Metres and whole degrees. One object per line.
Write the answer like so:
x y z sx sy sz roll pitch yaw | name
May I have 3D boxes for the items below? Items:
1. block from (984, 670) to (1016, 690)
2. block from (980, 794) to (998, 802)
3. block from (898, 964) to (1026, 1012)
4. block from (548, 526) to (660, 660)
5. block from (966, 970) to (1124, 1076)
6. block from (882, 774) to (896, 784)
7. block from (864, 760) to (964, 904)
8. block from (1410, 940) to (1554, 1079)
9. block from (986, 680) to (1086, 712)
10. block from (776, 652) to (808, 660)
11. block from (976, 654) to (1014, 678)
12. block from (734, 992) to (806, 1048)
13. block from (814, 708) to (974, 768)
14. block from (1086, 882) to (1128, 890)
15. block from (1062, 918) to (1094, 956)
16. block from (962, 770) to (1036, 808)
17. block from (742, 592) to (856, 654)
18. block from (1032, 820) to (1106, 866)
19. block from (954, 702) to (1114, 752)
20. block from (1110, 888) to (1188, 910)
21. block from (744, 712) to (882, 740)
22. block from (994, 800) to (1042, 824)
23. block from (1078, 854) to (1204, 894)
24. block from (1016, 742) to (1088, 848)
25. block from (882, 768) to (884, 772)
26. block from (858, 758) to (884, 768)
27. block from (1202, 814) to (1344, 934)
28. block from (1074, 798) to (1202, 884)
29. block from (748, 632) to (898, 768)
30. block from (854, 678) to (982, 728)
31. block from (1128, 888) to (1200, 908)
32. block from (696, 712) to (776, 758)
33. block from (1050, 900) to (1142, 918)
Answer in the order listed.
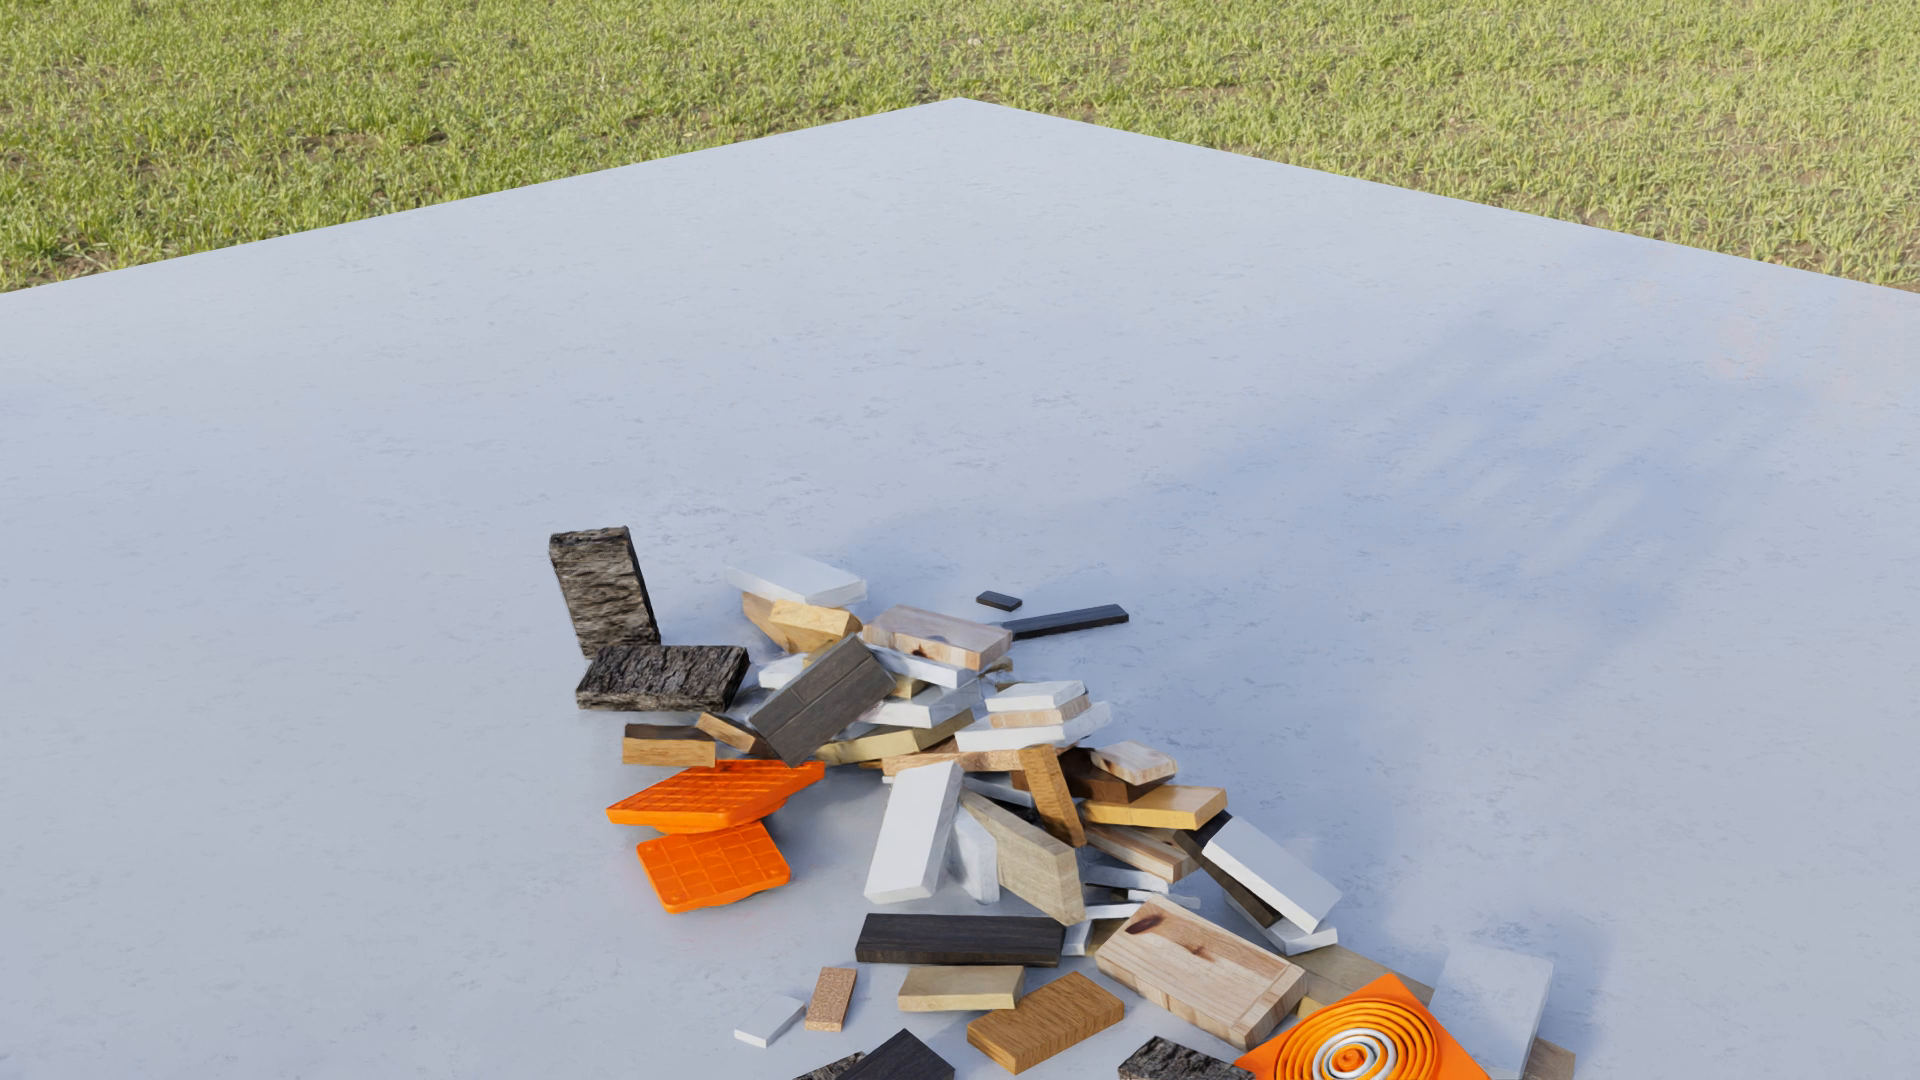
0.102 0.325 4.977 0.051 0.014 0.102 -13 26 -28 | block
-0.013 0.508 4.444 0.219 0.031 0.109 -1 16 44 | block
0.003 0.780 3.833 0.205 0.029 0.103 -4 17 14 | block
-0.802 0.123 4.984 0.174 0.348 0.049 -6 42 4 | block
0.148 0.826 3.770 0.249 0.035 0.125 -18 29 -36 | block
-0.108 0.487 4.547 0.103 0.015 0.051 -8 11 46 | block
-0.086 0.554 4.172 0.138 0.039 0.275 -15 44 35 | block
0.880 0.798 3.694 0.171 0.048 0.342 9 25 21 | block
0.146 0.303 4.277 0.182 0.026 0.091 -8 10 46 | block
-0.346 0.262 5.064 0.139 0.020 0.070 -15 18 -26 | block
0.020 0.290 5.045 0.183 0.026 0.091 -11 25 -24 | block
-0.326 0.827 3.789 0.063 0.018 0.126 12 26 27 | block
-0.140 0.405 4.561 0.166 0.047 0.331 -22 5 -42 | block
0.310 0.641 4.182 0.132 0.019 0.066 0 16 37 | block
0.154 0.721 3.991 0.165 0.023 0.082 -4 23 18 | block
0.093 0.475 4.356 0.219 0.031 0.109 9 23 41 | block
-0.378 0.181 5.209 0.179 0.051 0.357 -9 17 -21 | block
0.187 0.571 4.276 0.275 0.039 0.138 2 18 46 | block
0.142 0.365 4.288 0.286 0.041 0.143 -8 10 44 | block
0.354 0.680 4.133 0.132 0.019 0.066 20 30 39 | block
-0.291 0.372 4.697 0.331 0.047 0.166 -2 15 46 | block
0.090 0.533 4.362 0.219 0.031 0.109 -8 10 44 | block
0.319 0.611 4.174 0.275 0.039 0.138 1 17 41 | block
0.171 0.478 4.100 0.028 0.198 0.099 -20 1 -24 | block
-0.110 0.470 4.558 0.051 0.015 0.103 -22 9 -38 | block
-0.159 0.463 4.605 0.051 0.015 0.103 -22 10 -42 | block
0.565 0.602 3.968 0.239 0.034 0.120 36 32 17 | block
0.334 0.553 4.127 0.275 0.039 0.138 20 29 39 | block
-0.274 0.319 4.385 0.271 0.135 0.038 -38 14 4 | block
-0.137 0.325 4.521 0.331 0.047 0.166 1 17 40 | block
0.378 0.665 4.075 0.132 0.019 0.066 7 -7 5 | block
-0.458 0.405 4.557 0.123 0.035 0.247 26 -4 10 | block
0.249 0.679 4.034 0.165 0.023 0.082 -2 -5 1 | block
